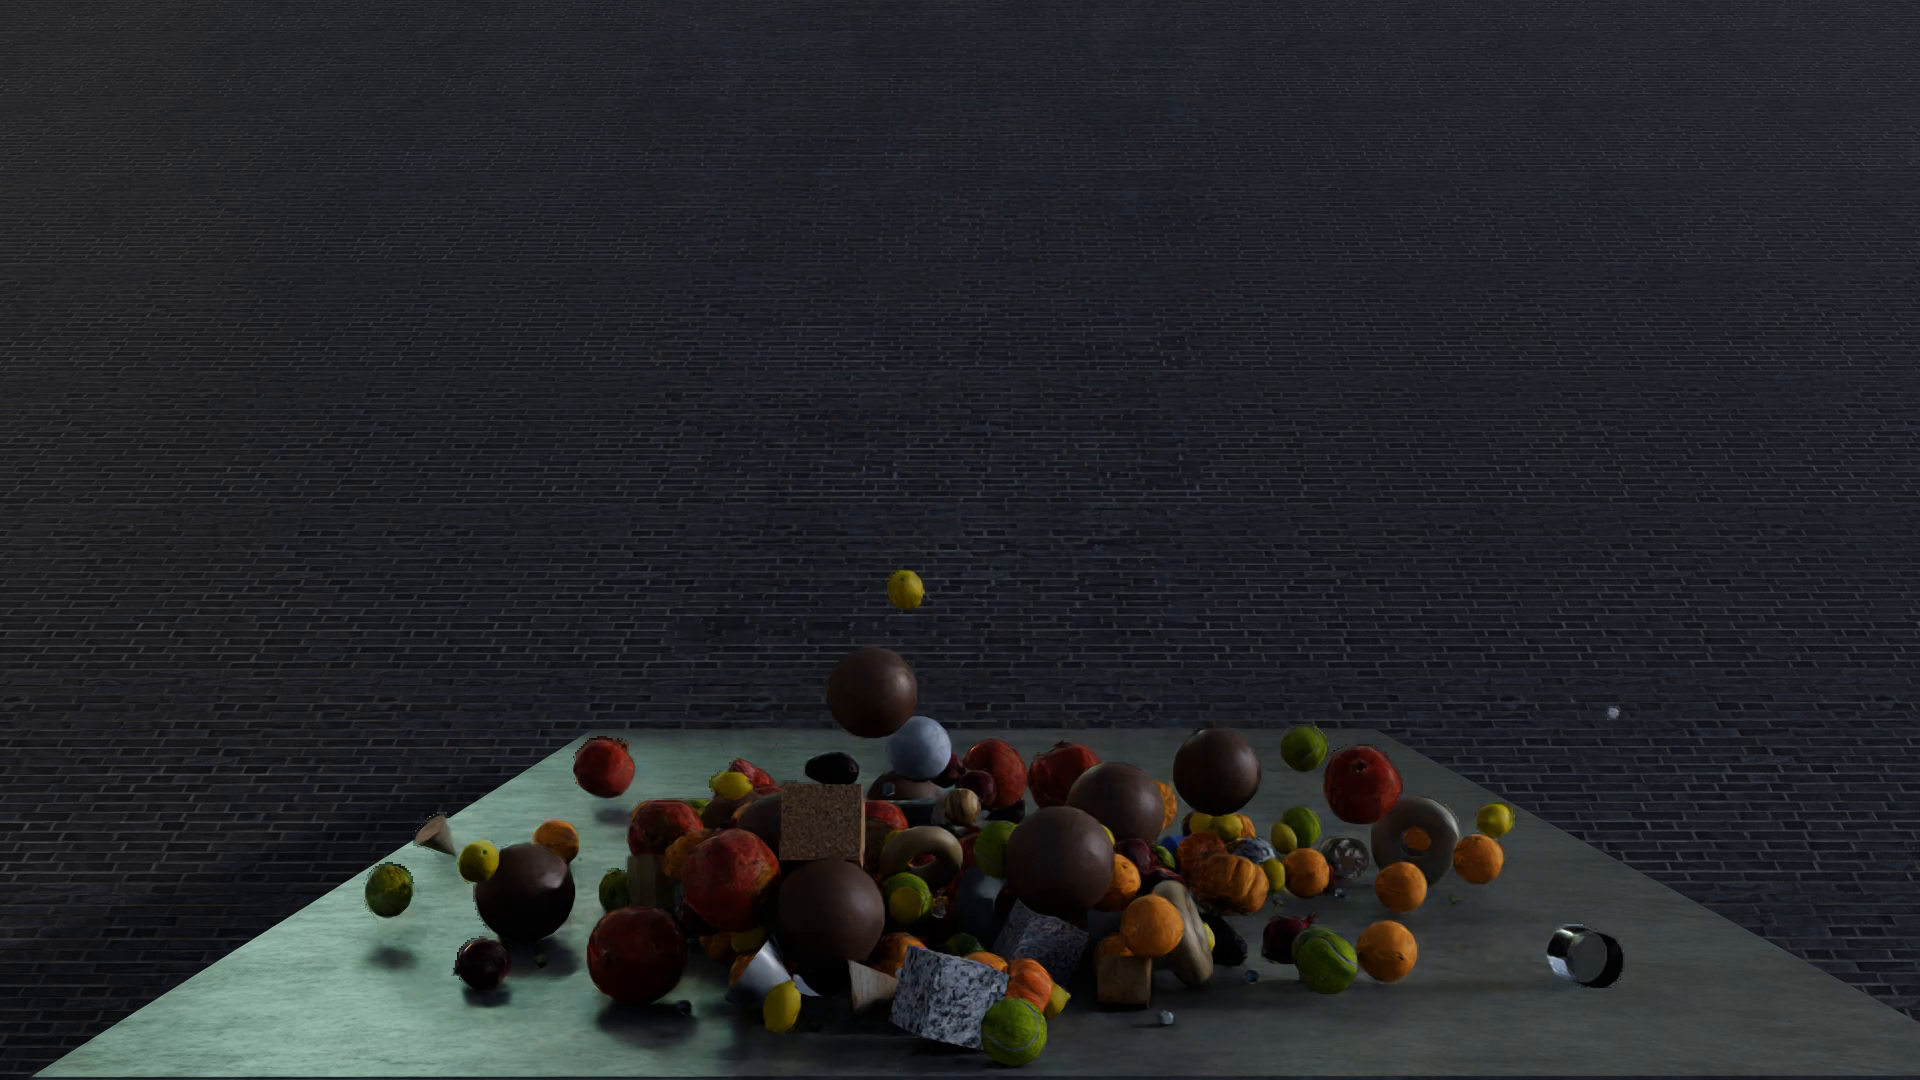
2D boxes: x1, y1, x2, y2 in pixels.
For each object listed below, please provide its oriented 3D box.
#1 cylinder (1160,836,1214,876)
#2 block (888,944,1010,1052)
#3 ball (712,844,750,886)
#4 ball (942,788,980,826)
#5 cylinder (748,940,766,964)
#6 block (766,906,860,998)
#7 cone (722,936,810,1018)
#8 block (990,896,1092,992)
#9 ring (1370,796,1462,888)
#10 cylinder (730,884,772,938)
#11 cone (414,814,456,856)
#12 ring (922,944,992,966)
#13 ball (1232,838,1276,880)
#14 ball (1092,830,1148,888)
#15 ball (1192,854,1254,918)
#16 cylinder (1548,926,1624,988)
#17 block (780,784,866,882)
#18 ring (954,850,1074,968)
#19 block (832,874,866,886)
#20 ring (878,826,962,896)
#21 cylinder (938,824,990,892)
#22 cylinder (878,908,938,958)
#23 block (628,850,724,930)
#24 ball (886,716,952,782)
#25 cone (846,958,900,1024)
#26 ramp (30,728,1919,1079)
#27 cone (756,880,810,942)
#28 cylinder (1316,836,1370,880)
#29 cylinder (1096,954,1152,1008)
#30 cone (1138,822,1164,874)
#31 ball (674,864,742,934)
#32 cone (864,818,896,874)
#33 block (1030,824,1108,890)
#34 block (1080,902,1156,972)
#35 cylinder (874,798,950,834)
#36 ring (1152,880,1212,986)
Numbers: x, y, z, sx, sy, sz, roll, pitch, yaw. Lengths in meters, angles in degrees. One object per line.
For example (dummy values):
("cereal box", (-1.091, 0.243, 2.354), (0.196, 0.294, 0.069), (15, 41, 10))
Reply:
("cylinder", (0.352, 0.490, 4.013), (0.060, 0.060, 0.060), (3, 23, -32))
("block", (-0.012, 0.485, 2.736), (0.083, 0.083, 0.083), (18, -6, -24))
("ball", (-0.347, 0.487, 3.827), (0.071, 0.071, 0.071), (0, 28, 0))
("ball", (0.002, 0.354, 3.423), (0.051, 0.051, 0.051), (0, 28, 0))
("cylinder", (-0.216, 0.501, 3.095), (0.054, 0.054, 0.054), (21, 21, 34))
("block", (-0.175, 0.483, 3.029), (0.072, 0.072, 0.072), (1, 41, 30))
("cone", (-0.202, 0.505, 2.879), (0.089, 0.089, 0.089), (36, 35, 4))
("block", (0.095, 0.479, 3.061), (0.077, 0.077, 0.077), (28, -5, -14))
("ring", (0.685, 0.454, 3.886), (0.136, 0.136, 0.045), (7, -3, 13))
("cylinder", (-0.281, 0.488, 3.397), (0.054, 0.054, 0.054), (-11, 16, -20))
("cone", (-0.843, 0.494, 4.212), (0.065, 0.065, 0.065), (-31, 24, 16))
("ring", (-0.011, 0.515, 3.150), (0.104, 0.035, 0.104), (1, 0, 0))
("ball", (0.450, 0.488, 3.959), (0.065, 0.065, 0.065), (0, 28, 0))
("ball", (0.228, 0.455, 3.678), (0.081, 0.081, 0.081), (0, 28, 0))
("ball", (0.364, 0.478, 3.579), (0.087, 0.087, 0.087), (0, 28, 0))
("cylinder", (0.748, 0.498, 3.088), (0.066, 0.066, 0.066), (-7, 2, -13))
("block", (-0.160, 0.342, 3.018), (0.092, 0.092, 0.092), (0, 68, 1))
("ring", (0.066, 0.448, 3.138), (0.149, 0.050, 0.149), (4, 69, -10))
("block", (-0.167, 0.466, 3.782), (0.054, 0.054, 0.054), (-16, 35, 35))
("ring", (-0.048, 0.393, 3.167), (0.105, 0.105, 0.035), (-6, 39, -11))
("cylinder", (-0.002, 0.451, 3.662), (0.078, 0.078, 0.078), (-10, 16, -18))
("cylinder", (-0.066, 0.500, 3.269), (0.057, 0.057, 0.057), (-13, 8, -24))
("block", (-0.382, 0.471, 3.481), (0.099, 0.099, 0.099), (0, -8, -28))
("ball", (-0.060, 0.305, 3.764), (0.096, 0.096, 0.096), (0, 28, 0))
("cone", (-0.087, 0.497, 2.865), (0.072, 0.072, 0.072), (-4, 28, -6))
("ramp", (0.062, 0.562, 4.600), (2.000, 0.100, 4.000), (0, 1, 0))
("cone", (-0.224, 0.480, 3.416), (0.093, 0.093, 0.093), (2, 2, 0))
("cylinder", (0.585, 0.487, 3.957), (0.062, 0.062, 0.062), (-9, -2, -17))
("cylinder", (0.188, 0.504, 2.955), (0.058, 0.058, 0.058), (1, 28, 9))
("cone", (0.291, 0.482, 4.066), (0.075, 0.075, 0.075), (0, 1, 0))
("ball", (-0.326, 0.463, 3.332), (0.088, 0.088, 0.088), (0, 28, 0))
("cone", (-0.117, 0.396, 3.404), (0.074, 0.074, 0.074), (1, 2, 2))
("block", (0.164, 0.478, 3.902), (0.086, 0.086, 0.086), (0, 1, 29))
("block", (0.192, 0.484, 3.147), (0.080, 0.080, 0.080), (0, -12, -4))
("cylinder", (-0.073, 0.463, 4.122), (0.099, 0.099, 0.099), (-5, 24, 22))
("ring", (0.262, 0.465, 3.055), (0.043, 0.130, 0.130), (-21, 26, 10))
